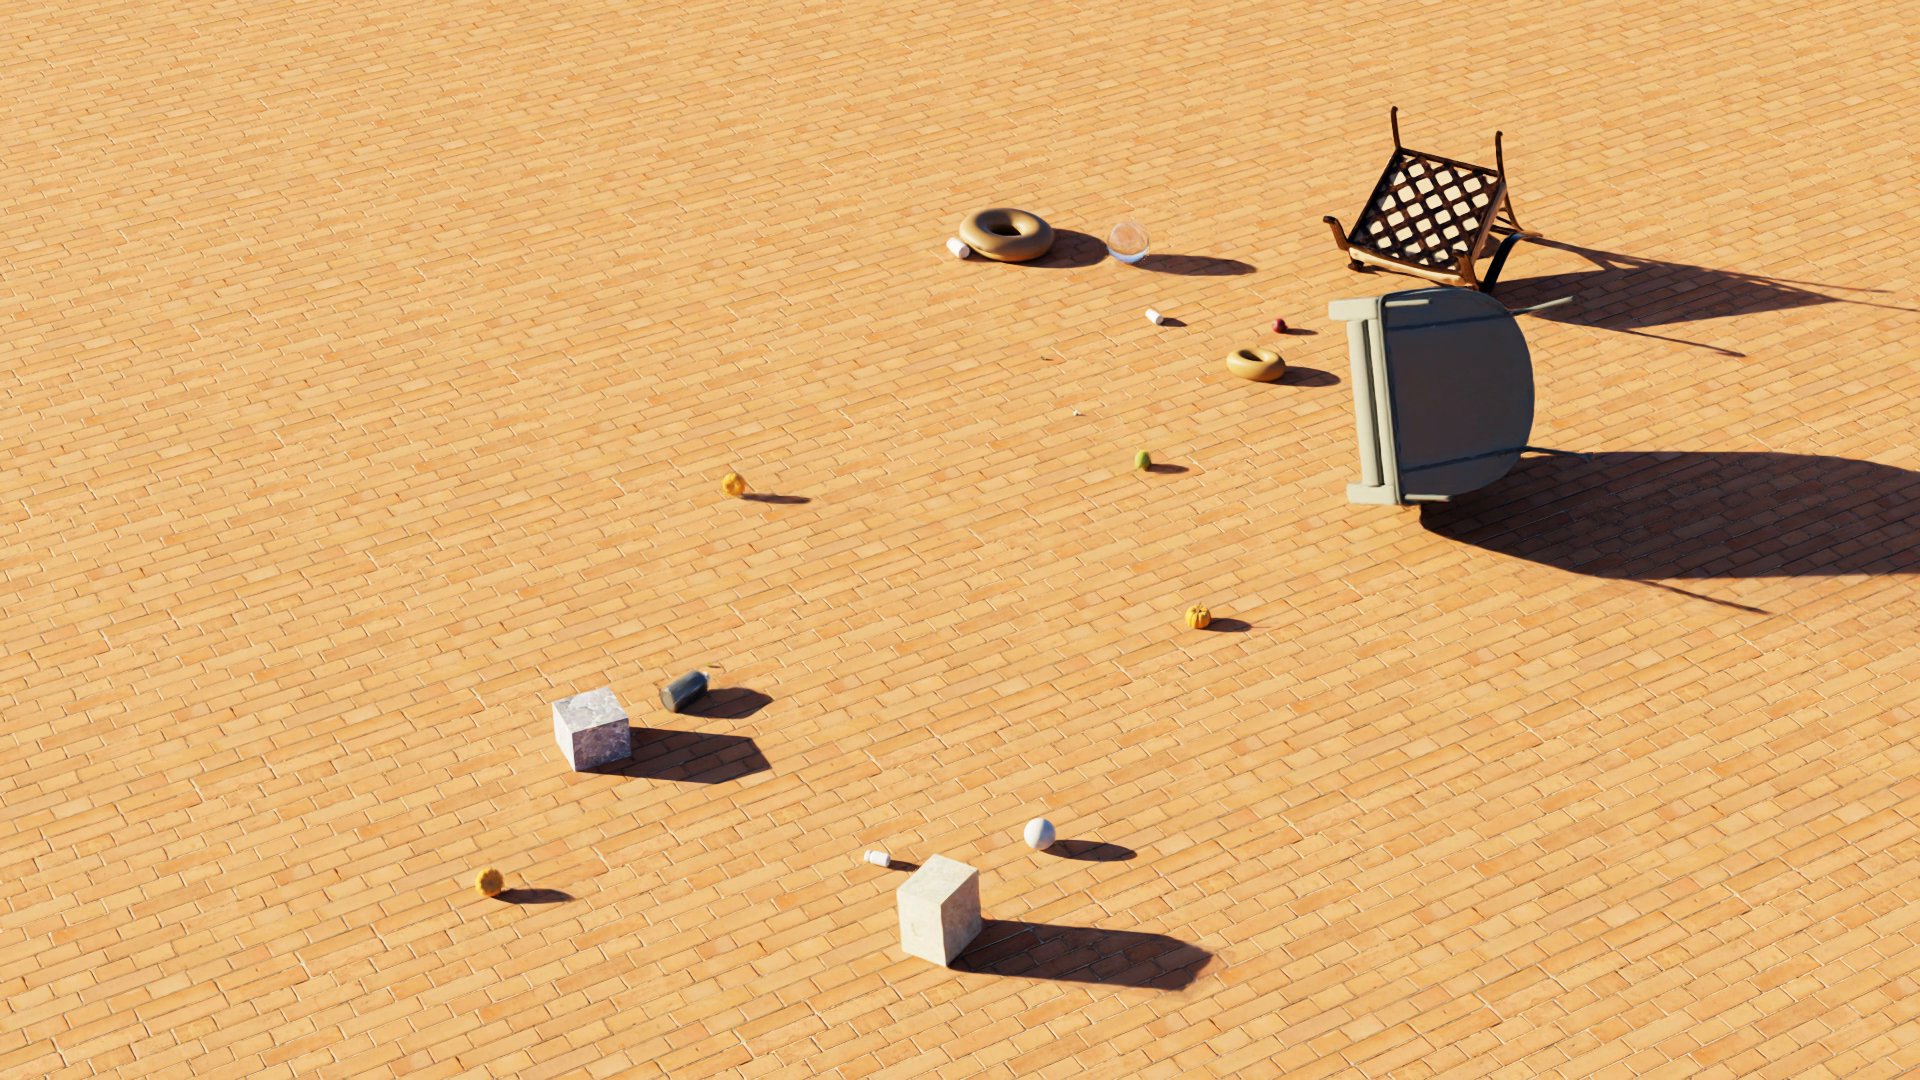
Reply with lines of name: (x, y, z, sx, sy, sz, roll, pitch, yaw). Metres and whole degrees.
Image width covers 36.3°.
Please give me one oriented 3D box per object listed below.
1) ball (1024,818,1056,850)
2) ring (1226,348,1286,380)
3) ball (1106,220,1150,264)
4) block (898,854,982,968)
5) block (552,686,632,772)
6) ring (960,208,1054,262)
ball: (0.257, 0.944, 9.418, 0.103, 0.103, 0.103, 0, 33, 0)
ring: (1.207, -0.717, 11.954, 0.249, 0.088, 0.161, 12, 37, 18)
ball: (0.730, -1.295, 12.741, 0.186, 0.186, 0.186, 0, 33, 0)
block: (-0.061, 1.135, 8.994, 0.159, 0.238, 0.206, 16, 36, 30)
block: (-1.235, 0.634, 9.835, 0.200, 0.162, 0.193, -15, 36, -21)
ring: (0.206, -1.343, 12.889, 0.441, 0.105, 0.373, 21, 40, 27)
